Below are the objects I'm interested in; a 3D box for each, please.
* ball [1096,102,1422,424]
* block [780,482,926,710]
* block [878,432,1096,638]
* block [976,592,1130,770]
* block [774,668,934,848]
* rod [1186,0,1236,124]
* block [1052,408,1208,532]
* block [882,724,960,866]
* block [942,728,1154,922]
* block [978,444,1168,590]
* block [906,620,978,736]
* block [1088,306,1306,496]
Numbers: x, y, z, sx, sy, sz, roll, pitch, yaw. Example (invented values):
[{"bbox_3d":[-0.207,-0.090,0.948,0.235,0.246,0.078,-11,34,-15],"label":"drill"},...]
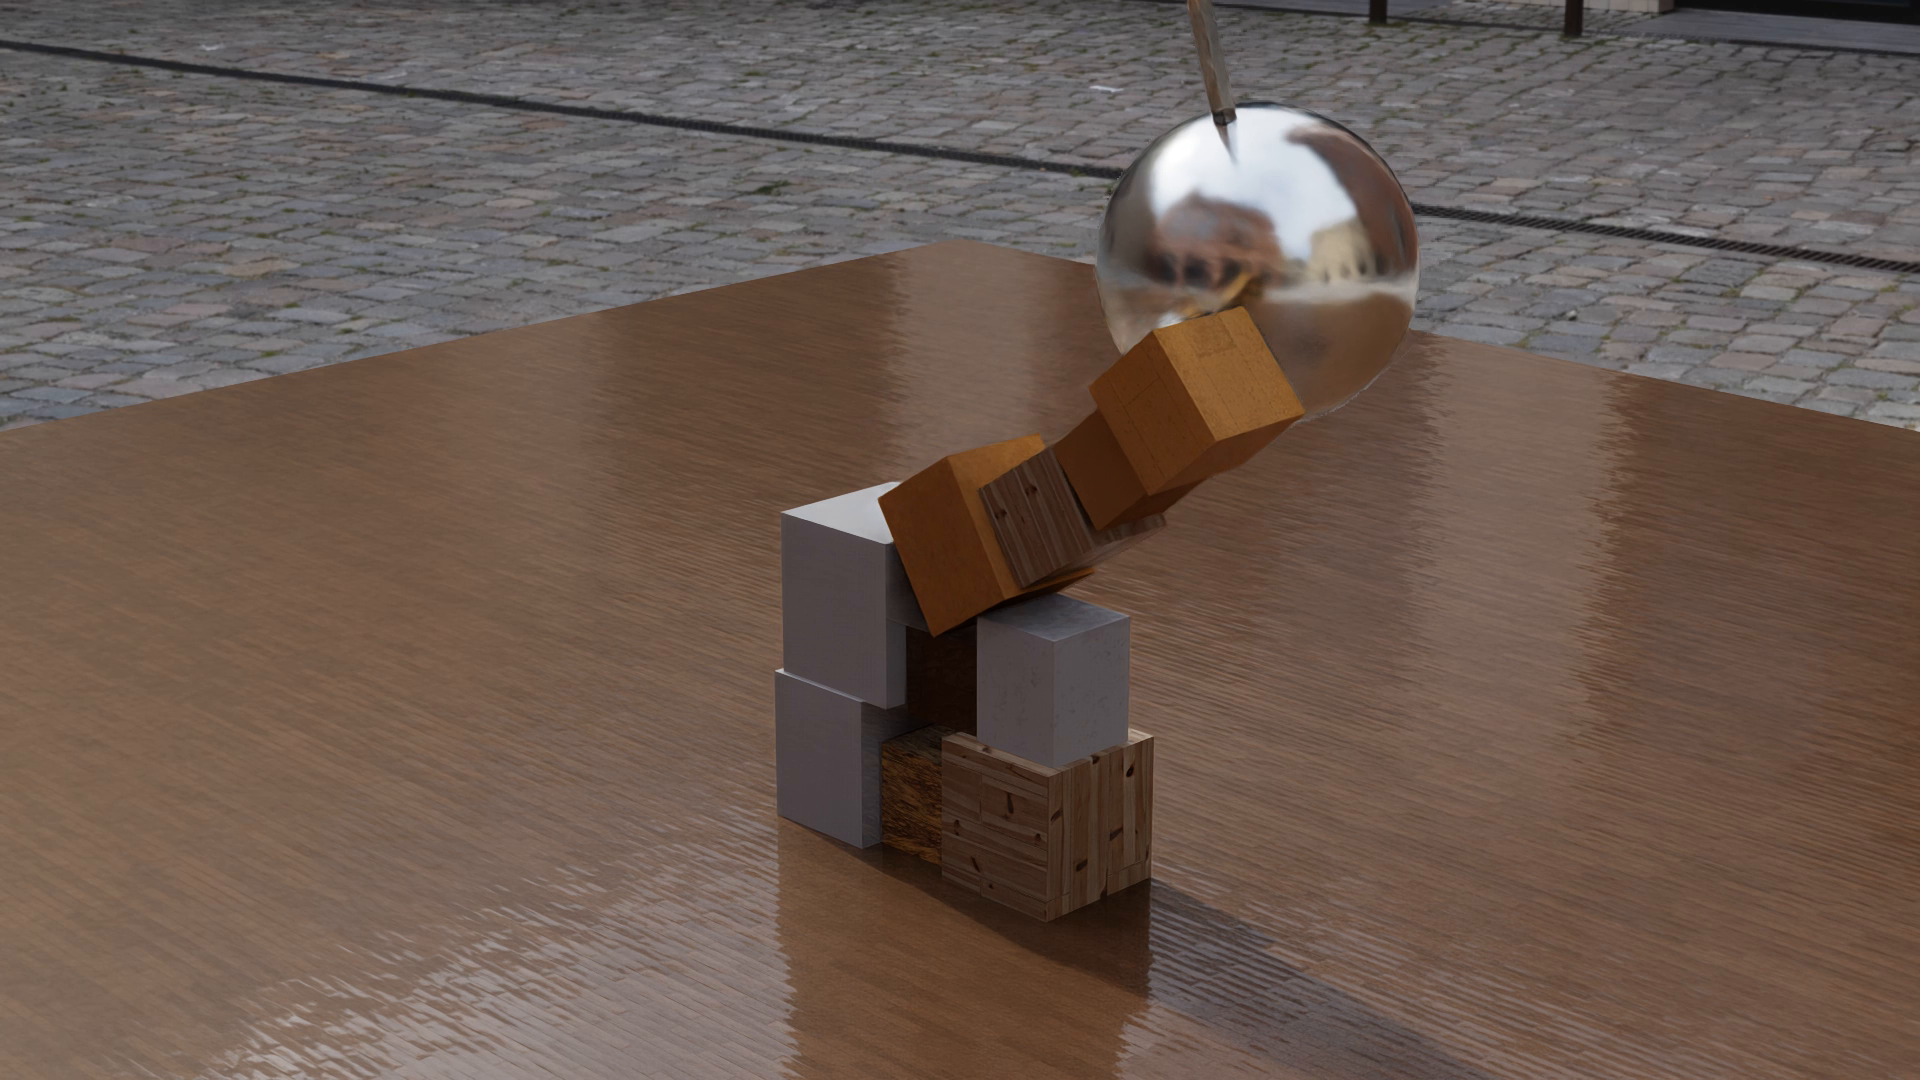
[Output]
[{"bbox_3d":[1.467,-1.352,14.454,1.600,1.600,1.600,0,17,0],"label":"ball"},{"bbox_3d":[-0.329,0.246,13.791,0.728,0.794,0.706,-17,24,-42],"label":"block"},{"bbox_3d":[0.118,-0.023,13.201,0.579,0.681,0.540,-16,-9,-42],"label":"block"},{"bbox_3d":[0.415,0.620,13.082,0.484,0.592,0.476,-16,24,-42],"label":"block"},{"bbox_3d":[-0.417,0.959,14.071,0.714,0.733,0.599,-17,24,-42],"label":"block"},{"bbox_3d":[0.636,-4.147,12.705,0.080,5.200,0.080,17,44,42],"label":"rod"},{"bbox_3d":[0.750,-0.354,12.427,0.433,0.414,0.416,-17,-17,-42],"label":"block"},{"bbox_3d":[-0.015,1.184,13.741,0.499,0.501,0.490,-17,24,-42],"label":"block"},{"bbox_3d":[0.396,1.218,13.318,0.697,0.690,0.657,-17,24,-42],"label":"block"},{"bbox_3d":[0.489,-0.142,12.802,0.465,0.478,0.531,-17,-9,-42],"label":"block"},{"bbox_3d":[0.080,0.593,13.449,0.448,0.430,0.468,-17,22,-42],"label":"block"},{"bbox_3d":[0.978,-0.578,12.118,0.581,0.525,0.463,-18,-16,-43],"label":"block"}]
